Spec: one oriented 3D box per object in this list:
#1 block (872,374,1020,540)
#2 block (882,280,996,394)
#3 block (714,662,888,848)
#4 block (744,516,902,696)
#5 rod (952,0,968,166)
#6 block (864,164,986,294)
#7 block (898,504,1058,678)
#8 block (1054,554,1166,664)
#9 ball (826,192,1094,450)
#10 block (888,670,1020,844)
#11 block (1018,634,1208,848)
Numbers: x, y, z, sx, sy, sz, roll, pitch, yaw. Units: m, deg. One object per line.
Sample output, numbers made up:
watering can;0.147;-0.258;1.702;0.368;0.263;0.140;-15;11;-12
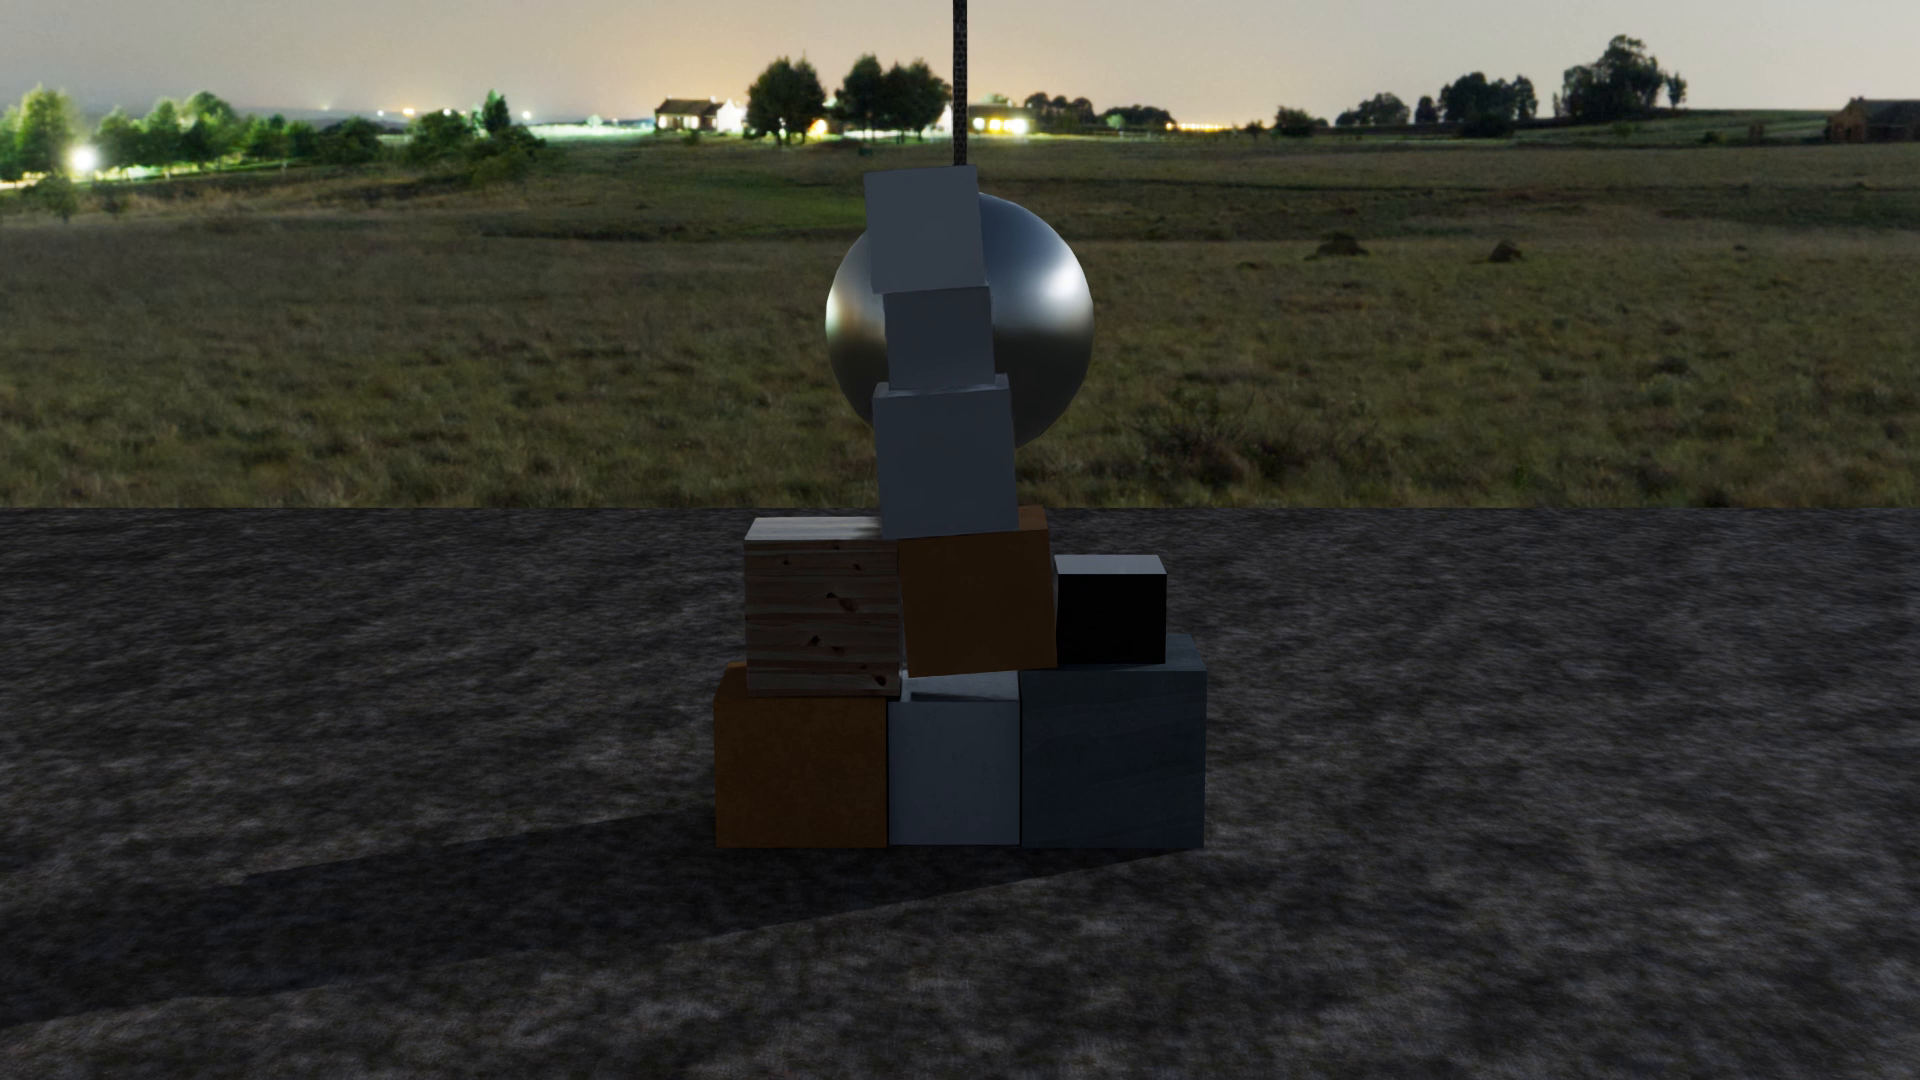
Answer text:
block;-0.068;-0.432;11.097;0.672;0.701;0.747;-4;10;1
block;-0.103;-1.025;11.024;0.521;0.494;0.535;-4;10;0
block;-0.797;1.098;11.372;0.857;0.771;0.776;0;10;0
block;-0.684;0.328;11.233;0.758;0.792;0.688;0;10;0
rod;0.000;-4.190;11.332;0.080;5.200;0.080;0;31;0
block;-0.174;-1.555;10.947;0.551;0.585;0.553;-4;10;1
block;0.089;0.249;11.222;0.744;0.699;0.748;-4;10;1
block;0.761;0.349;11.257;0.541;0.459;0.515;0;10;0
ball;0.000;-1.262;13.059;1.600;1.600;1.600;0;10;0
block;-0.029;1.113;11.372;0.659;0.741;0.674;0;10;0
block;0.768;1.024;11.380;0.915;0.914;0.827;0;10;0
